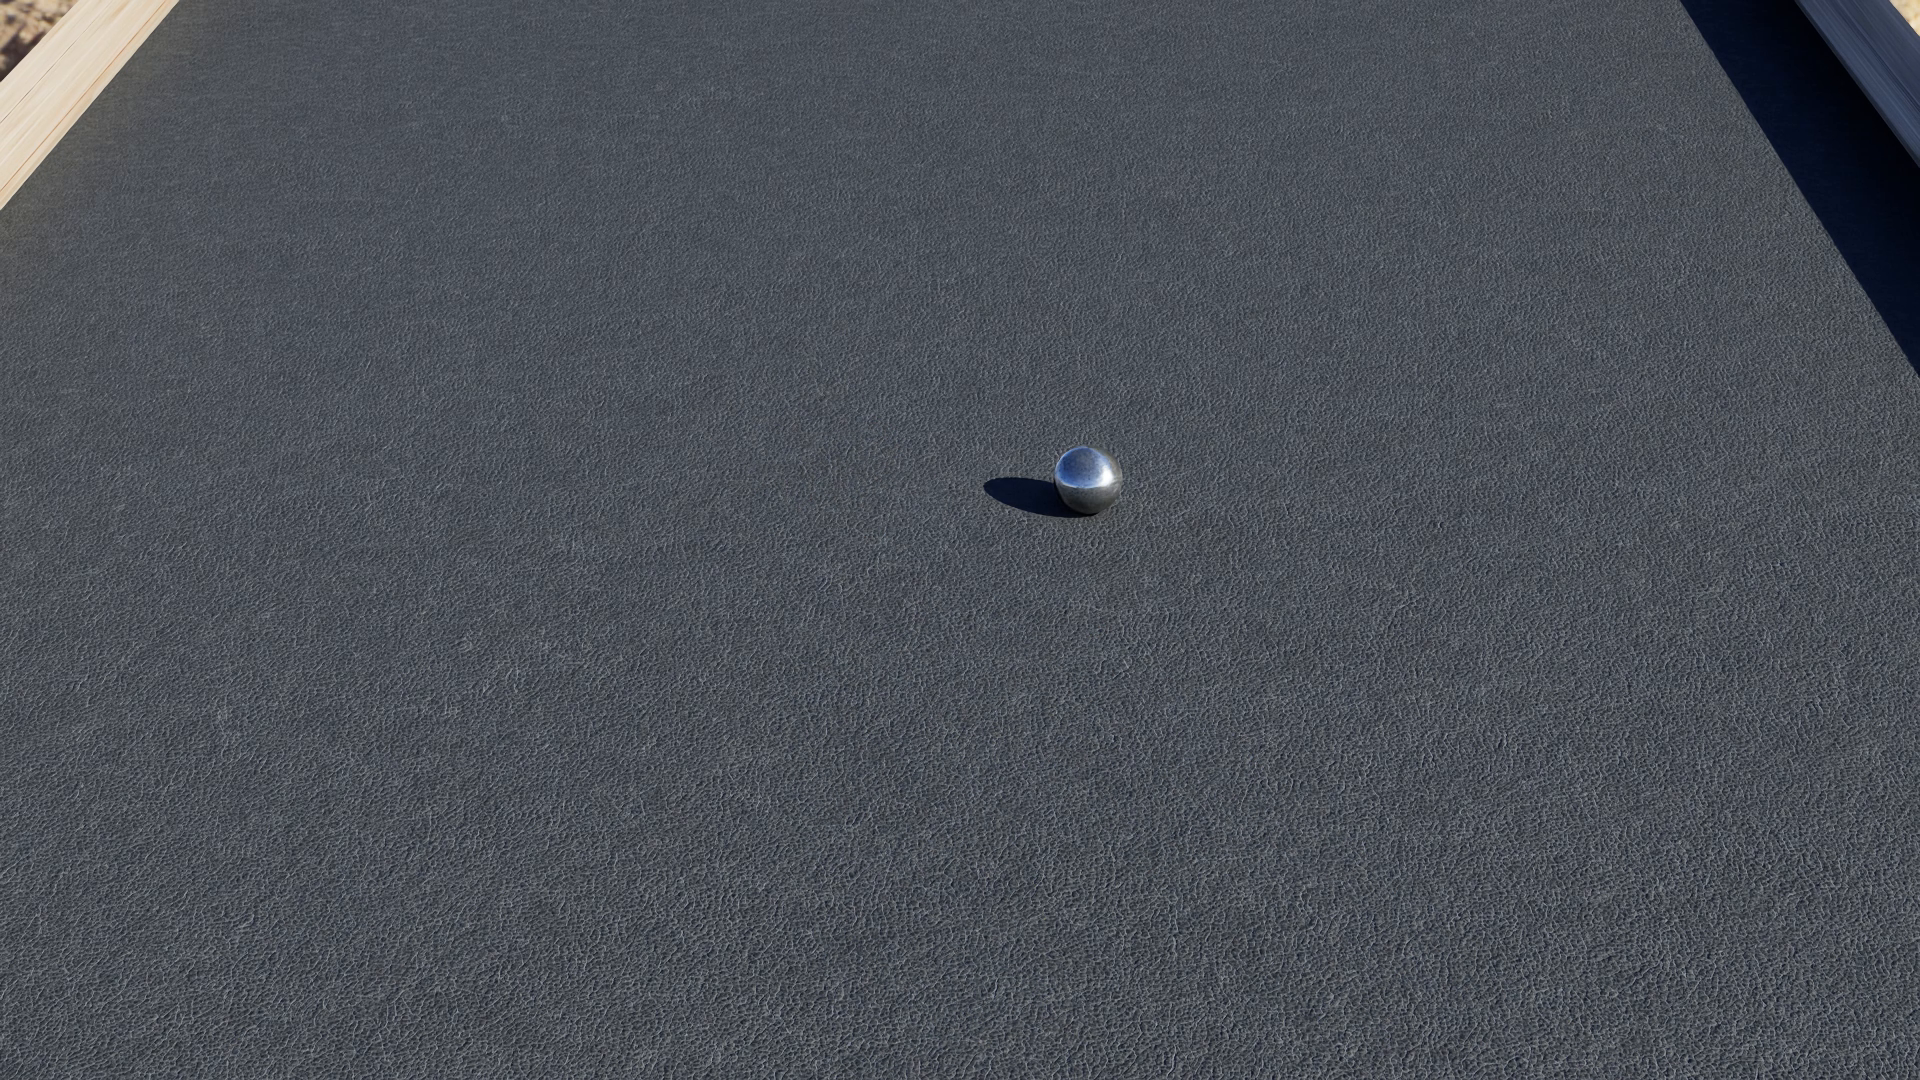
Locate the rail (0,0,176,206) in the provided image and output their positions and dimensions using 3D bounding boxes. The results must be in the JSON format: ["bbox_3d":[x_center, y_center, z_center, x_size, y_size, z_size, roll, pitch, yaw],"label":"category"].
[{"bbox_3d":[-0.750,-0.393,2.513,0.045,0.086,3.169,1,28,1],"label":"rail"}]

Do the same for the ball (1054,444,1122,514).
[{"bbox_3d":[0.082,-0.039,1.886,0.045,0.045,0.045,0,28,0],"label":"ball"}]

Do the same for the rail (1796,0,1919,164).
[{"bbox_3d":[0.787,-0.376,2.481,0.045,0.086,3.169,1,28,1],"label":"rail"}]
